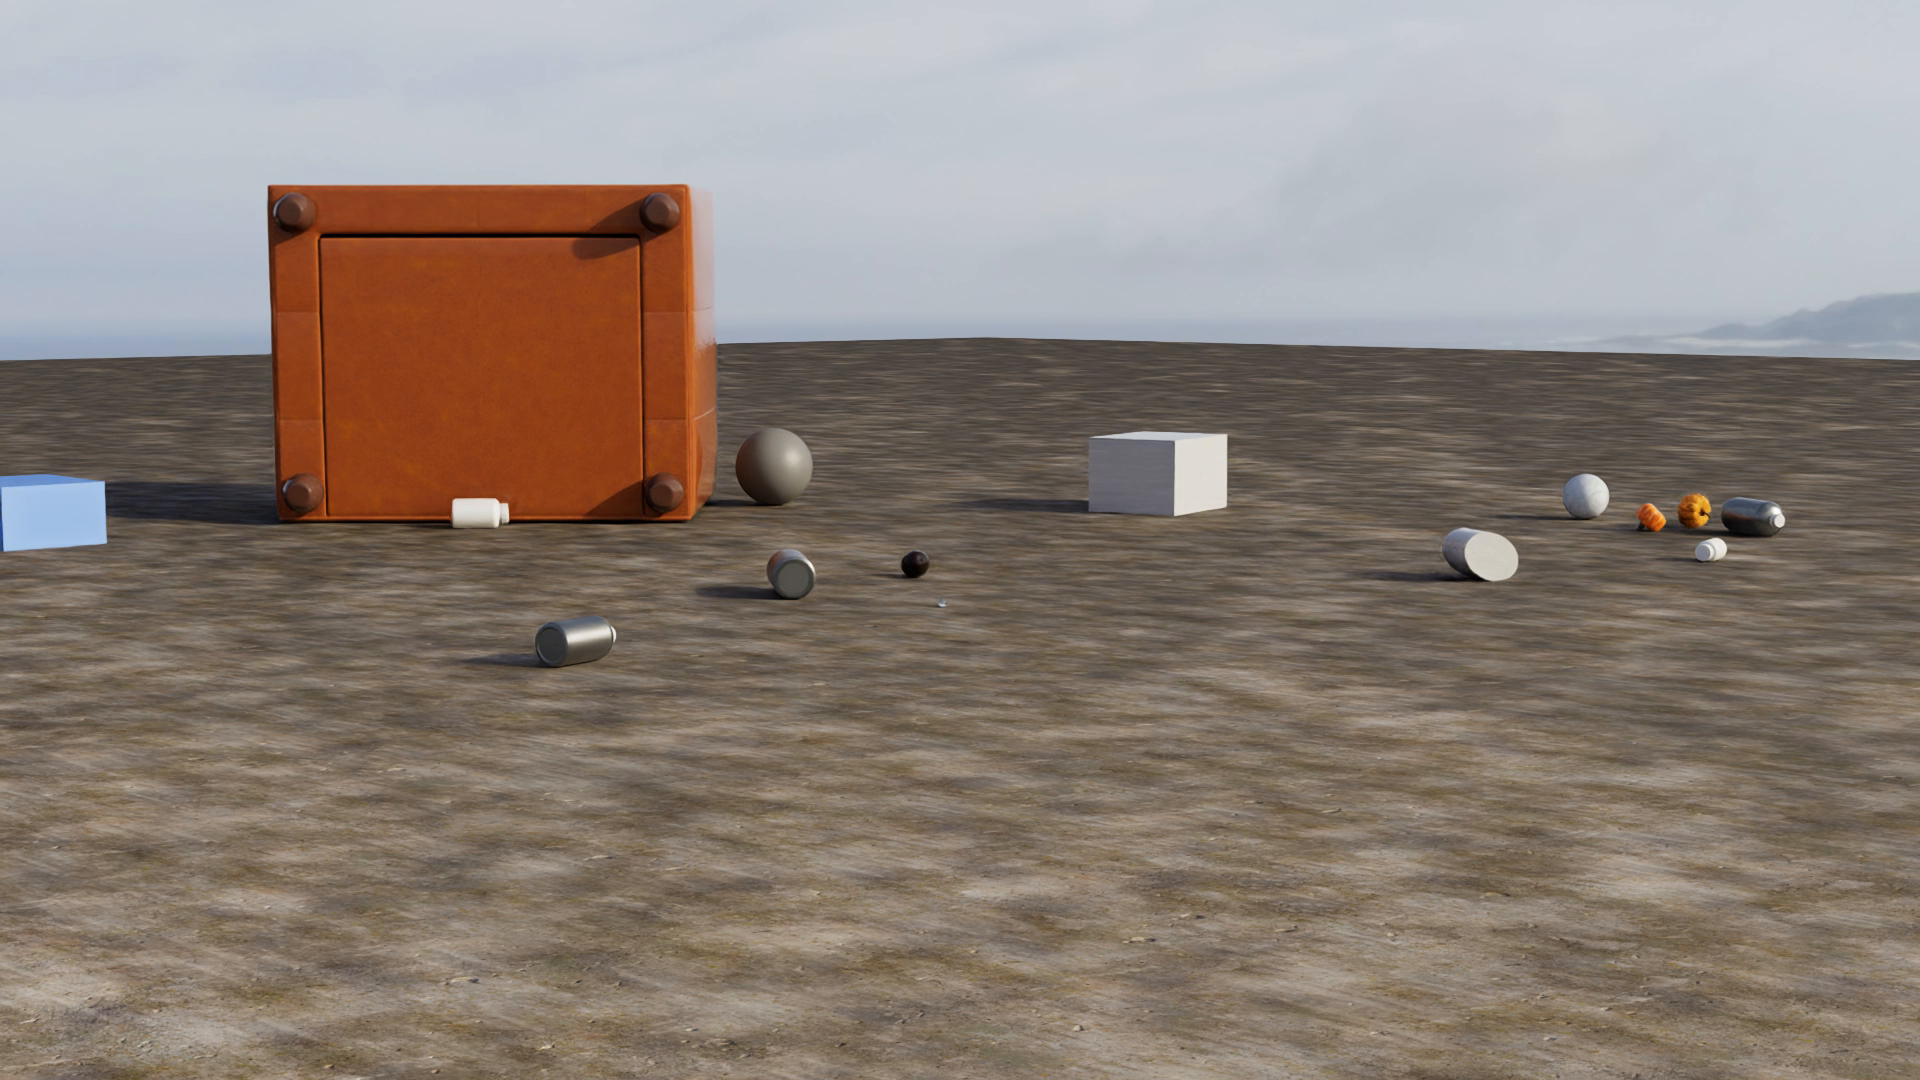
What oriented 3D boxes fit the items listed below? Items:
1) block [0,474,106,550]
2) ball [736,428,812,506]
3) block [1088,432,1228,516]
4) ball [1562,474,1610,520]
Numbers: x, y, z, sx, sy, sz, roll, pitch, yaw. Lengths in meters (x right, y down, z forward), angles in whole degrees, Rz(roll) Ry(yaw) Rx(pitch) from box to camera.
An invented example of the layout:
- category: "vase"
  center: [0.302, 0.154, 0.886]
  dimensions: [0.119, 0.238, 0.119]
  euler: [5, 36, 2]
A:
- category: "block"
  center: [-2.315, -0.071, 6.356]
  dimensions: [0.259, 0.153, 0.331]
  euler: [-6, 8, -43]
- category: "ball"
  center: [-0.535, -0.212, 7.381]
  dimensions: [0.222, 0.222, 0.222]
  euler: [0, 6, 0]
- category: "block"
  center: [0.561, -0.191, 7.253]
  dimensions: [0.270, 0.207, 0.323]
  euler: [4, 7, 32]
- category: "ball"
  center: [1.695, -0.117, 6.948]
  dimensions: [0.124, 0.124, 0.124]
  euler: [0, 6, 0]
